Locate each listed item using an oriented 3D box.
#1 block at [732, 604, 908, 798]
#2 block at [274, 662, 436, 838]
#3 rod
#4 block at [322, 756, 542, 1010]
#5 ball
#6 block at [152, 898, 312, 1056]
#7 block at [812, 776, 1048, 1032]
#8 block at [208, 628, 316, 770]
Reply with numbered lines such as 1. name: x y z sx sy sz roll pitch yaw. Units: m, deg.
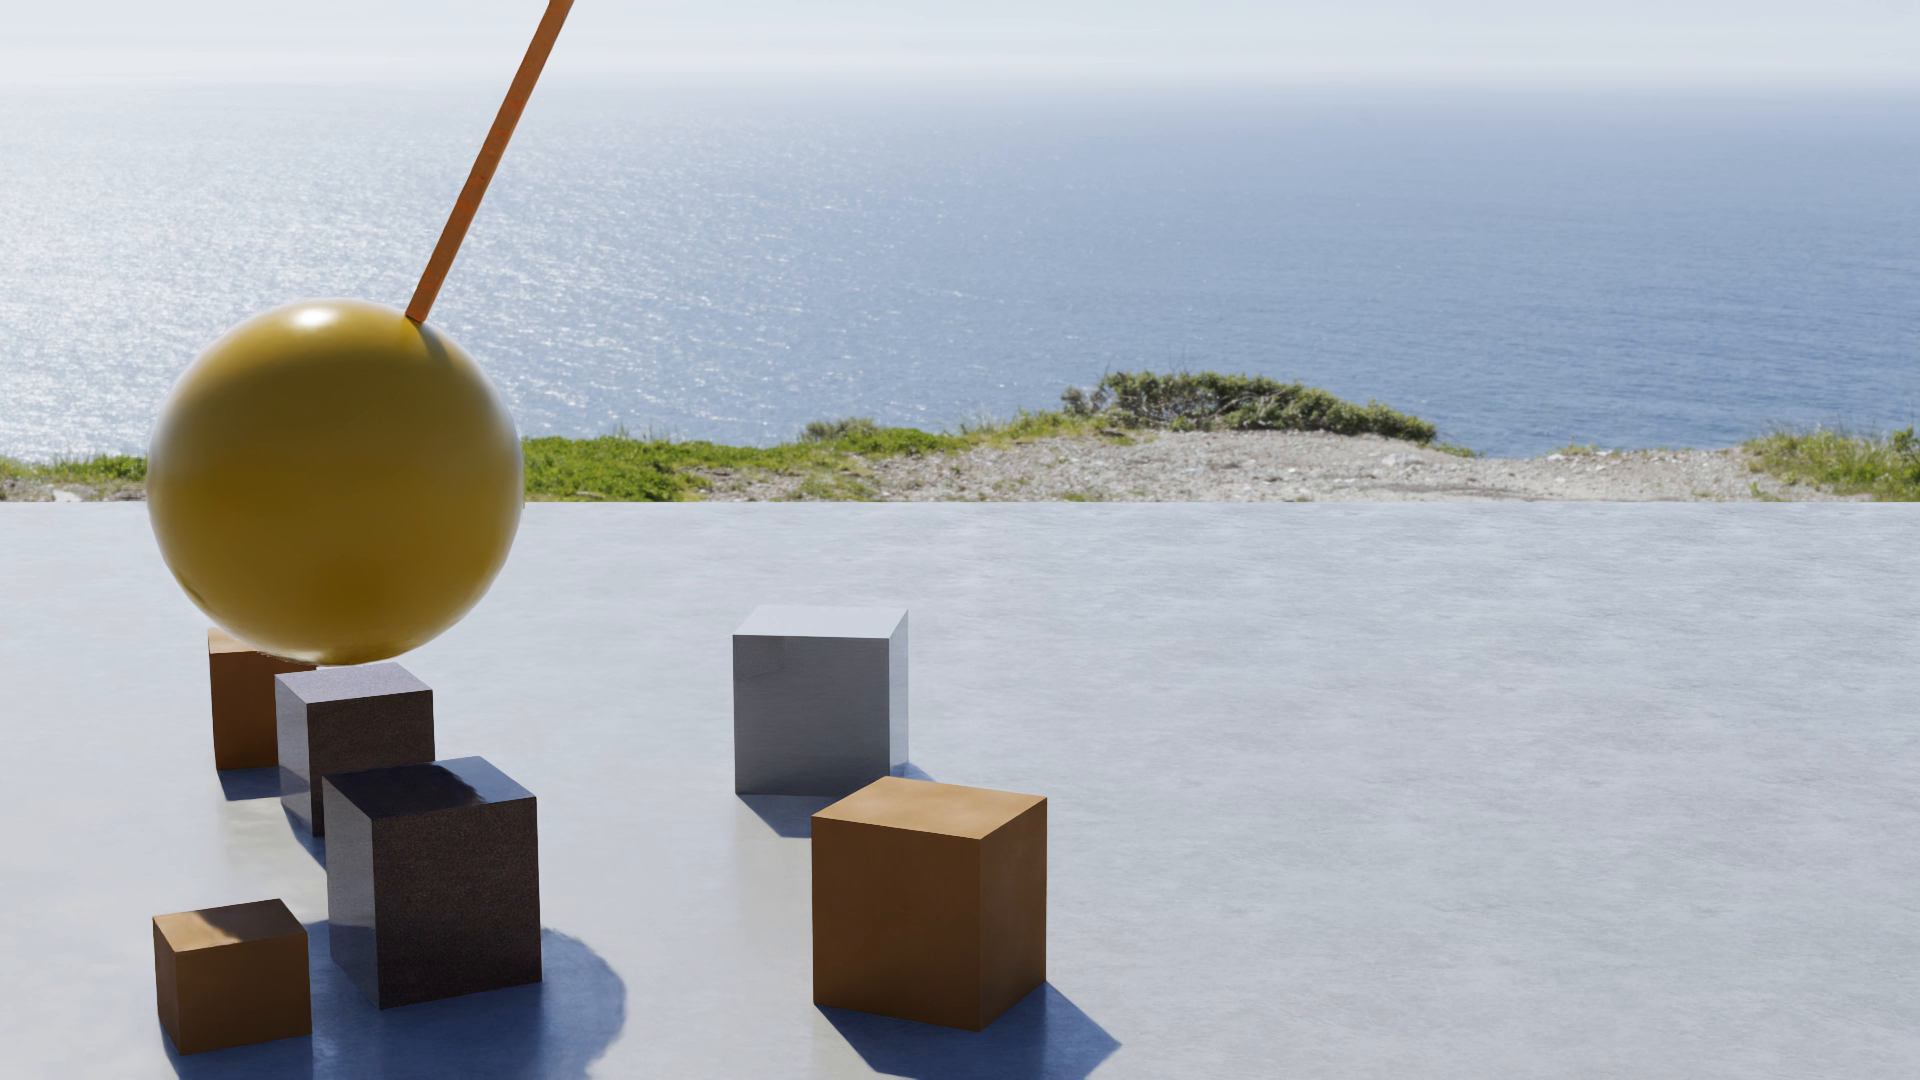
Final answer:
1. block: -0.688 0.801 12.908 0.772 0.805 0.714 1 10 6
2. block: -2.901 0.993 12.309 0.594 0.642 0.651 -5 12 -27
3. rod: -1.169 -3.239 10.591 0.080 5.200 0.080 26 9 -5
4. block: -2.088 1.334 10.130 0.649 0.750 0.691 -6 12 -28
5. ball: -2.699 -0.251 11.135 1.600 1.600 1.600 0 10 0
6. block: -2.713 1.620 9.556 0.475 0.393 0.450 -5 12 -27
7. block: -0.112 1.384 9.872 0.703 0.745 0.619 5 11 25
8. block: -3.640 0.809 13.408 0.519 0.612 0.626 -3 11 -17
